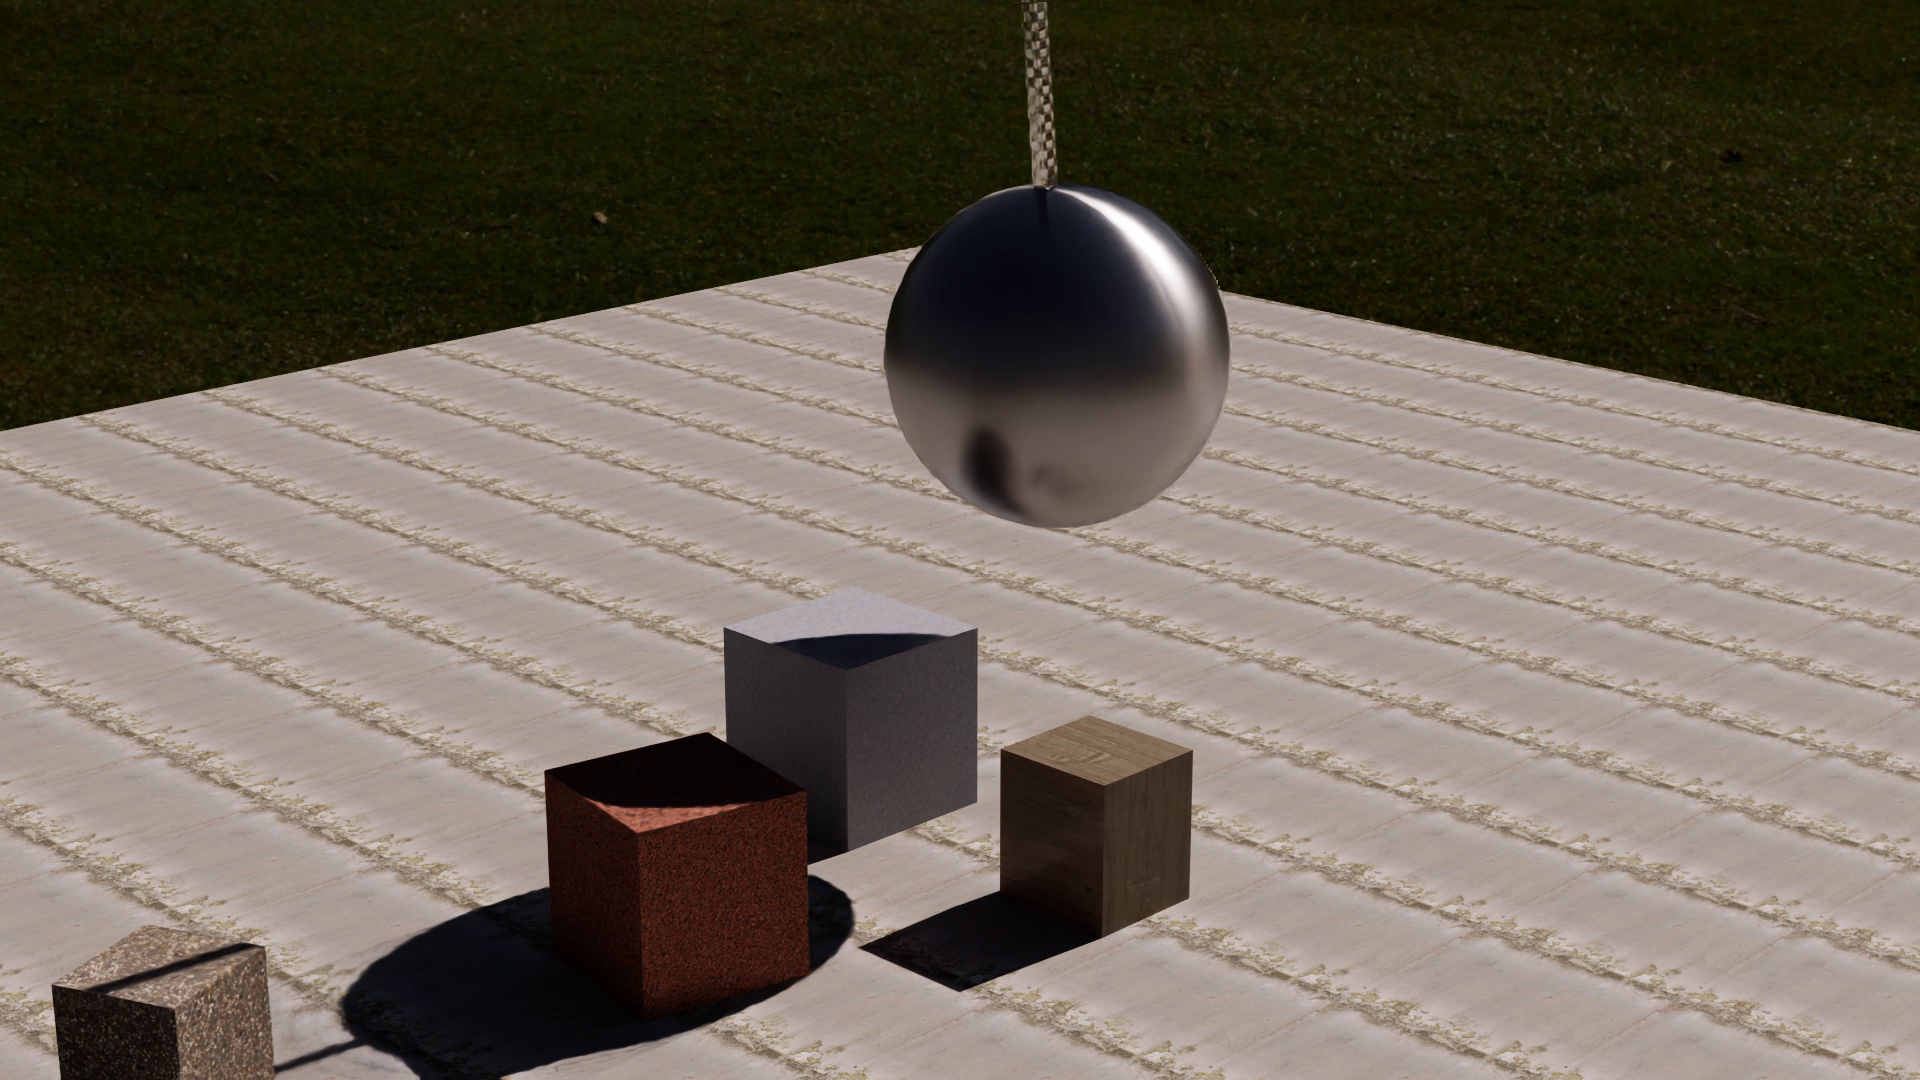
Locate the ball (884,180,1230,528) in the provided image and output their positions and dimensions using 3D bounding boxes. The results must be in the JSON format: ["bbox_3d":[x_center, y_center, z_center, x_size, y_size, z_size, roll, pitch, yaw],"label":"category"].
[{"bbox_3d":[0.448,-0.853,13.543,1.600,1.600,1.600,0,17,0],"label":"ball"}]

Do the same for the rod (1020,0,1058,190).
[{"bbox_3d":[0.194,-4.003,12.287,0.080,5.200,0.080,17,30,42],"label":"rod"}]

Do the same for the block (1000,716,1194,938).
[{"bbox_3d":[0.606,1.270,13.108,0.619,0.717,0.588,16,24,42],"label":"block"}]

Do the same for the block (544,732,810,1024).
[{"bbox_3d":[-1.201,1.412,12.442,0.796,0.845,0.822,-12,21,-33],"label":"block"}]

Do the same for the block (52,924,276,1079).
[{"bbox_3d":[-3.070,1.904,11.334,0.559,0.572,0.580,7,19,21],"label":"block"}]

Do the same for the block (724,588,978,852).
[{"bbox_3d":[-0.523,0.846,14.149,0.858,0.901,0.863,-17,24,-42],"label":"block"}]
